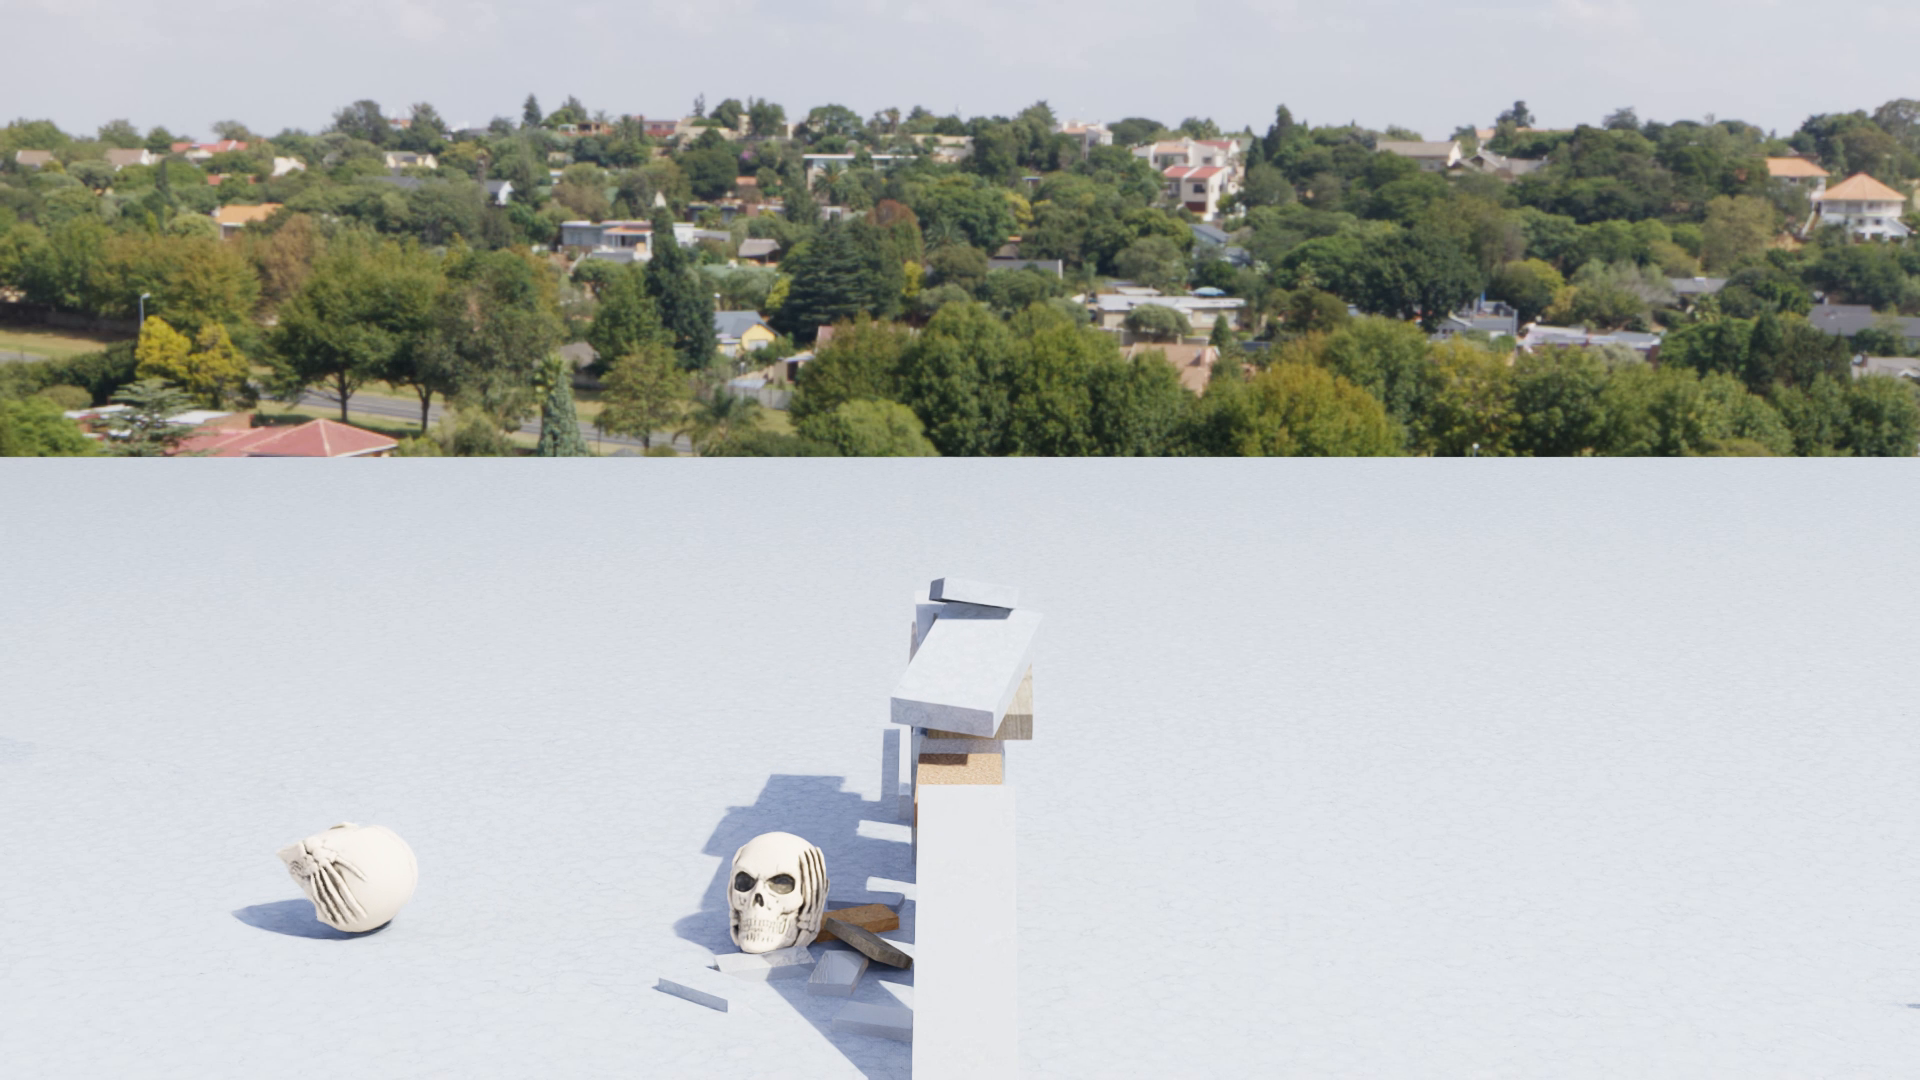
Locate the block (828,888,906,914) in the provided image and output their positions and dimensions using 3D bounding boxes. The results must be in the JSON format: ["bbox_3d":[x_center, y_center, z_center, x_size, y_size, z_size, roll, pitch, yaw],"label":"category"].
[{"bbox_3d":[-0.153,0.593,3.609,0.117,0.017,0.059,2,12,10],"label":"block"}]

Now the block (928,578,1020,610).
[{"bbox_3d":[0.021,0.091,3.686,0.122,0.035,0.245,8,-3,-6],"label":"block"}]

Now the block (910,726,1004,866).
[{"bbox_3d":[-0.004,0.402,3.798,0.161,0.321,0.046,0,13,0],"label":"block"}]

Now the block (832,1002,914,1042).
[{"bbox_3d":[-0.107,0.683,3.117,0.132,0.019,0.066,4,11,19],"label":"block"}]

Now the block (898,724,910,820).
[{"bbox_3d":[-0.038,0.438,4.362,0.163,0.046,0.606,0,11,-1],"label":"block"}]

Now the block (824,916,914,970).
[{"bbox_3d":[-0.141,0.620,3.383,0.066,0.019,0.161,23,-4,-33],"label":"block"}]

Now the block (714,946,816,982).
[{"bbox_3d":[-0.296,0.643,3.326,0.142,0.020,0.071,-3,11,-17],"label":"block"}]

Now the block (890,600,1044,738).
[{"bbox_3d":[0.015,0.200,3.489,0.163,0.046,0.327,7,27,13],"label":"block"}]

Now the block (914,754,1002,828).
[{"bbox_3d":[-0.001,0.376,3.317,0.128,0.036,0.256,0,11,1],"label":"block"}]

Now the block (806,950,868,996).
[{"bbox_3d":[-0.183,0.649,3.298,0.066,0.019,0.132,2,11,9],"label":"block"}]

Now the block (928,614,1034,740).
[{"bbox_3d":[0.034,0.217,3.560,0.163,0.046,0.327,1,26,1],"label":"block"}]

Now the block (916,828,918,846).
[{"bbox_3d":[0.000,0.535,3.261,0.128,0.256,0.036,0,10,0],"label":"block"}]

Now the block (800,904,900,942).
[{"bbox_3d":[-0.176,0.610,3.507,0.142,0.020,0.071,-5,12,-25],"label":"block"}]

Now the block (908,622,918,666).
[{"bbox_3d":[-0.006,0.201,3.871,0.161,0.046,0.321,-1,11,0],"label":"block"}]

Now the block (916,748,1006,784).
[{"bbox_3d":[0.002,0.475,3.519,0.141,0.282,0.040,0,11,0],"label":"block"}]

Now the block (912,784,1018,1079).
[{"bbox_3d":[0.008,0.543,3.025,0.139,0.039,0.468,0,50,0],"label":"block"}]

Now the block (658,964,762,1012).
[{"bbox_3d":[-0.368,0.659,3.240,0.142,0.020,0.071,8,13,37],"label":"block"}]

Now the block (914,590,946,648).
[{"bbox_3d":[-0.012,0.167,3.755,0.122,0.035,0.290,-2,26,-2],"label":"block"}]

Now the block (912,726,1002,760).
[{"bbox_3d":[-0.001,0.300,3.580,0.141,0.040,0.282,0,11,1],"label":"block"}]
